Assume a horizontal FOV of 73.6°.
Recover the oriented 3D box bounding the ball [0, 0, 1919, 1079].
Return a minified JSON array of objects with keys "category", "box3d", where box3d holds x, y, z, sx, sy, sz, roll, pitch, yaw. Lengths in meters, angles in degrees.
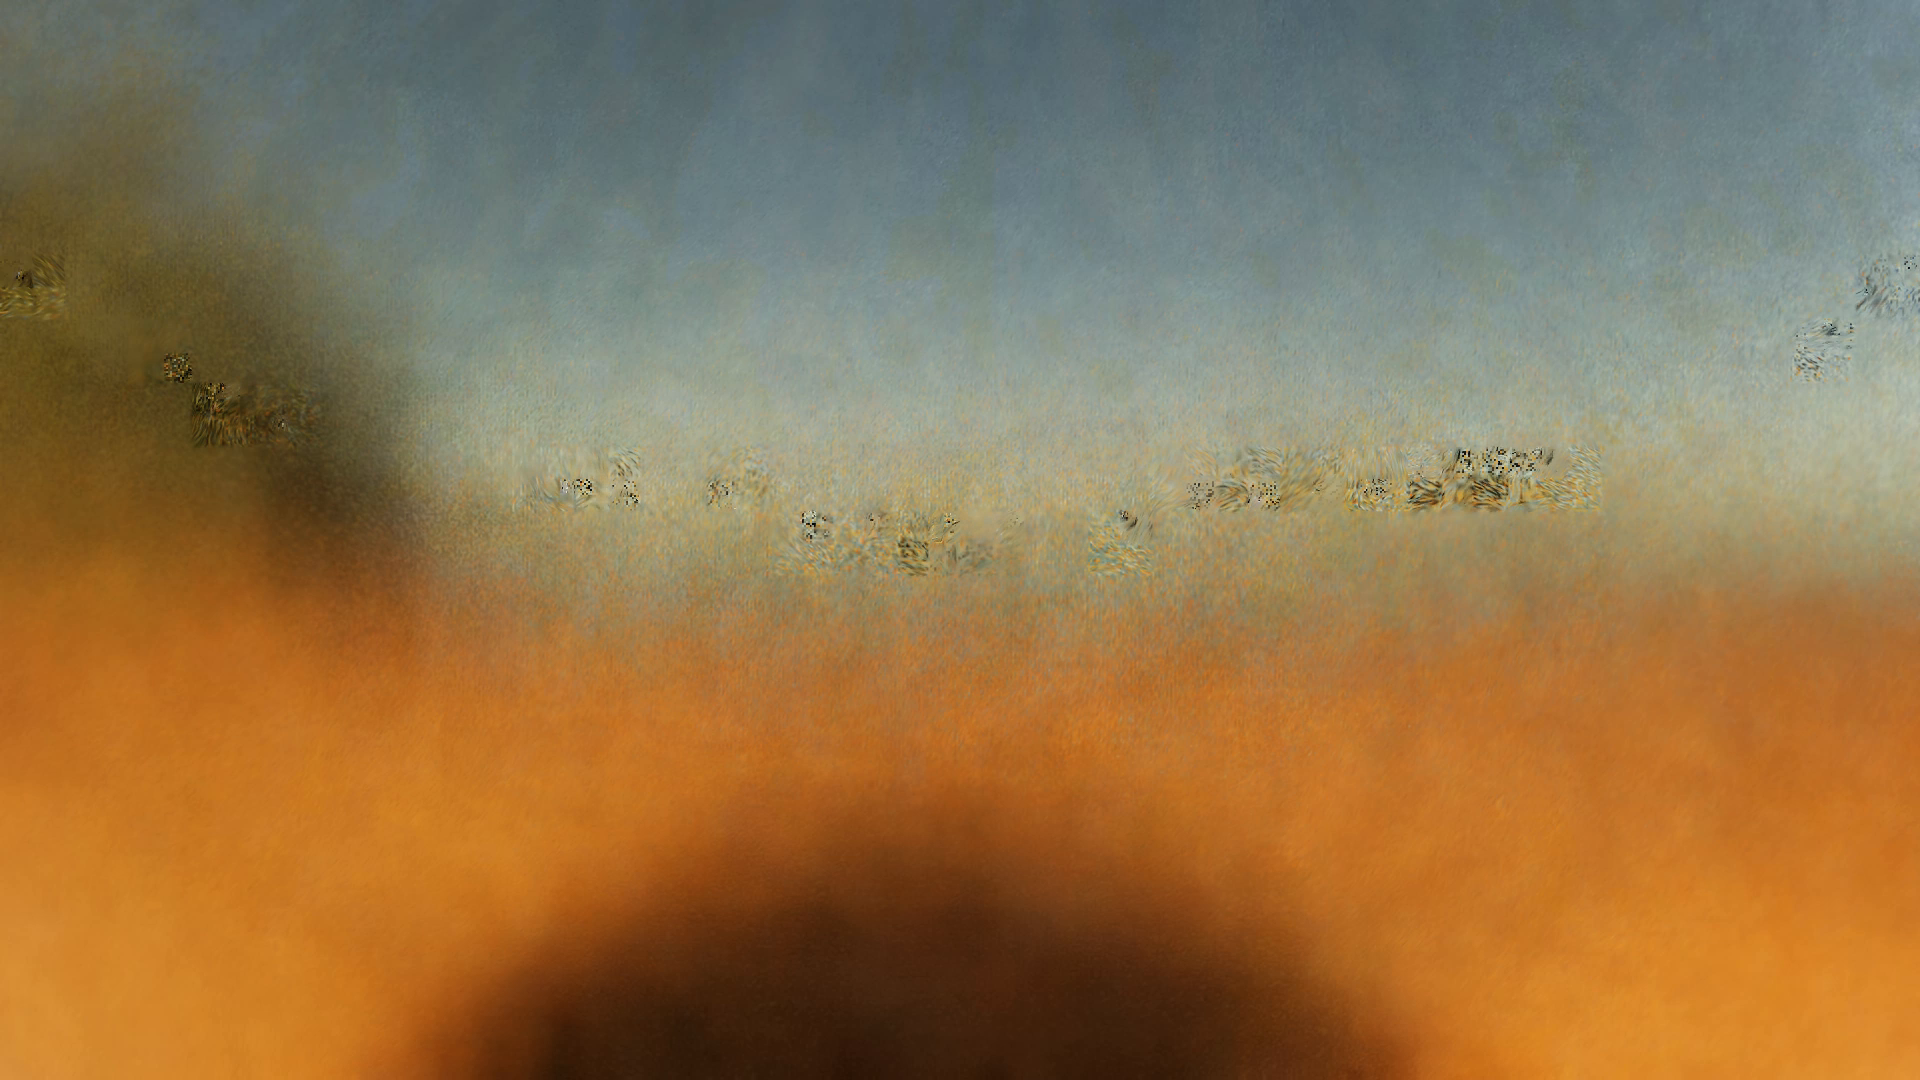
[{"category":"ball","box3d":[0.000,-0.002,0.056,0.080,0.080,0.080,0,4,0]}]
